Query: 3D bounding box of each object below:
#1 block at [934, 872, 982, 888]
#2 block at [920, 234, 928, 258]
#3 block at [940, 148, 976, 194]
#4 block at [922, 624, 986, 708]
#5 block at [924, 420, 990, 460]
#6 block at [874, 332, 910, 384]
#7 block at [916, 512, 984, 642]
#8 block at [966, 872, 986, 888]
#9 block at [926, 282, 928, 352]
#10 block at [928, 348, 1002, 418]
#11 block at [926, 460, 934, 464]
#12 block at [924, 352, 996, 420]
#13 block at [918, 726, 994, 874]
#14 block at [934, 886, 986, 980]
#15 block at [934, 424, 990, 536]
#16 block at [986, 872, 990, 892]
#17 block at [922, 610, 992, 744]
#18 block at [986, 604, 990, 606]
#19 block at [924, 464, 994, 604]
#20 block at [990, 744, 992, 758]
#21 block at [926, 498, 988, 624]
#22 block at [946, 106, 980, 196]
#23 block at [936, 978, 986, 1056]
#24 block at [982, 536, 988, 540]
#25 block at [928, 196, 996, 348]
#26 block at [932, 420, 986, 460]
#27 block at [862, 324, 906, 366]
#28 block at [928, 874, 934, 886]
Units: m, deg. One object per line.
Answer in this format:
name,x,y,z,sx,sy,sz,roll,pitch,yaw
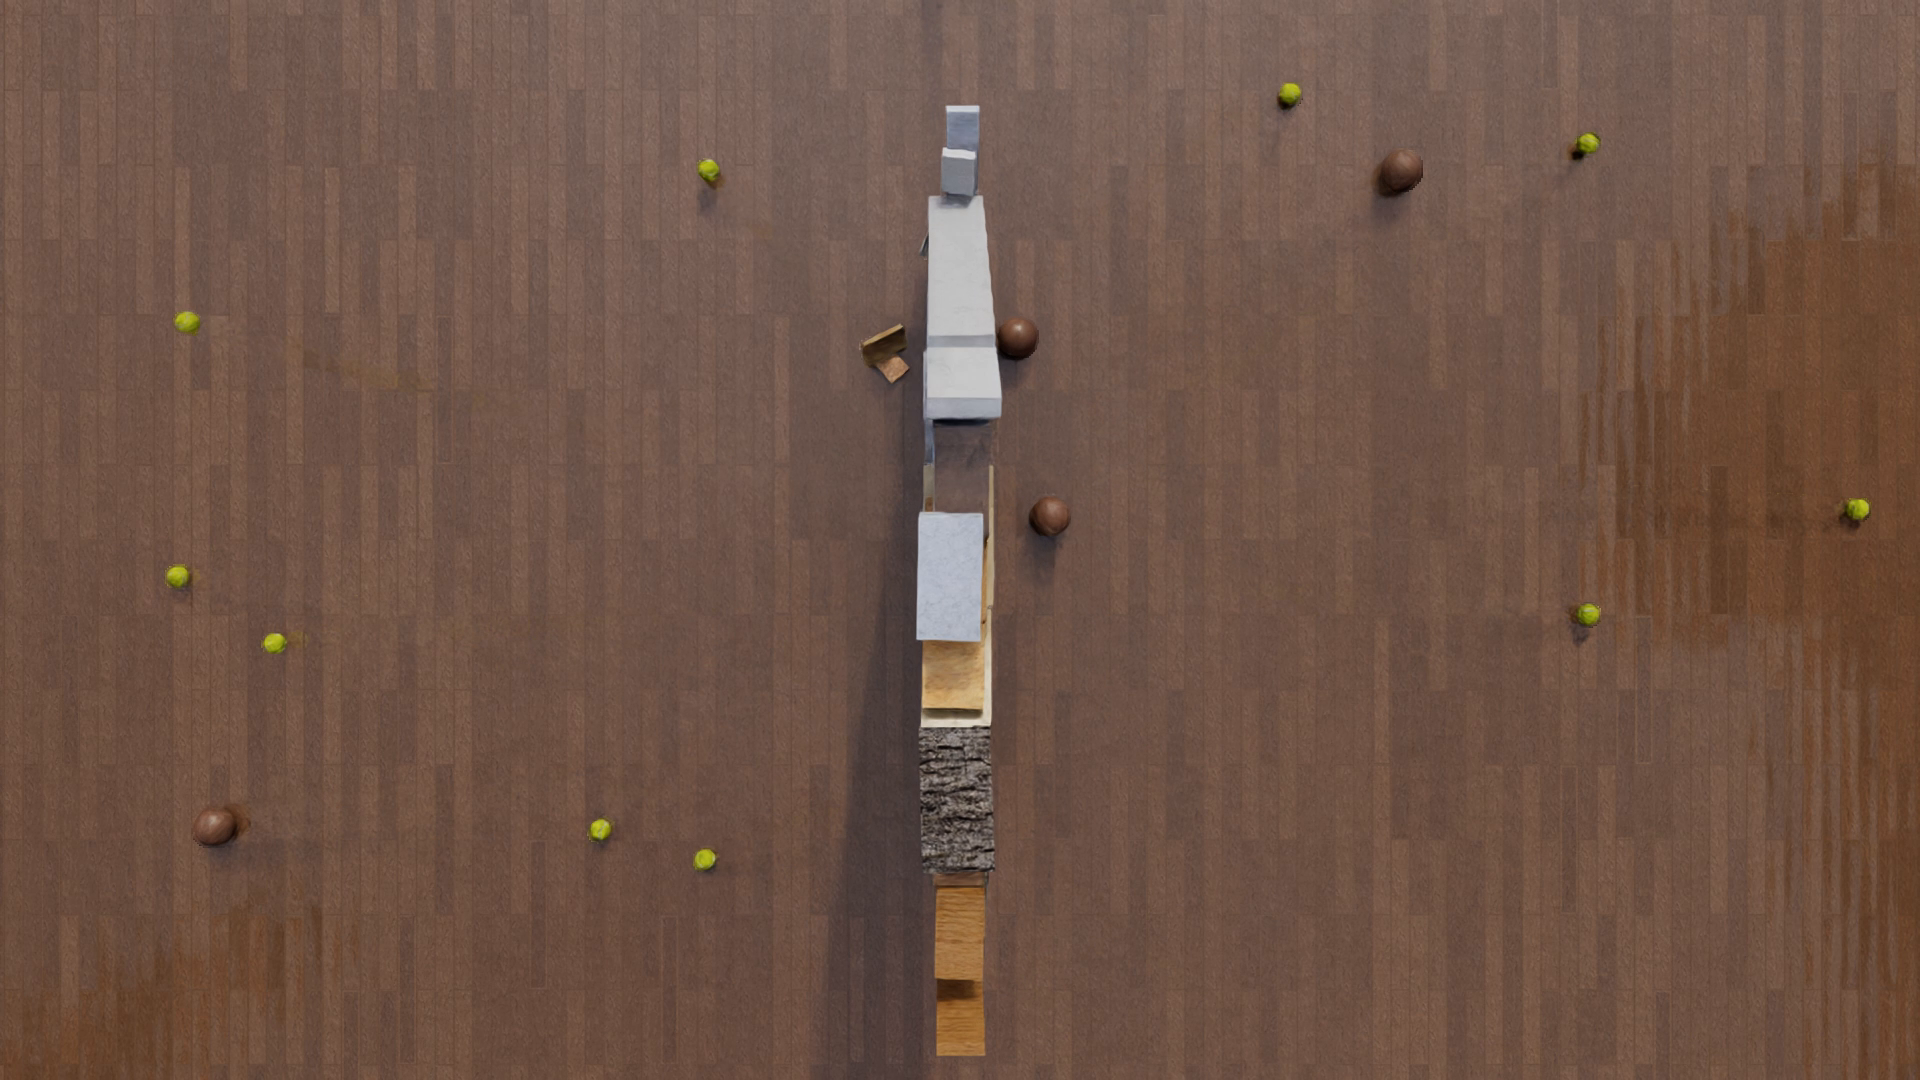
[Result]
block,-0.001,0.728,4.050,0.118,0.034,0.237,2,75,1
block,-0.022,-0.952,5.428,0.203,0.101,0.029,16,47,-13
block,-0.006,-1.146,5.136,0.101,0.203,0.029,6,70,1
block,-0.015,0.261,4.069,0.152,0.043,0.304,1,92,0
block,-0.009,-0.342,4.218,0.163,0.046,0.327,-1,52,-1
block,-0.247,-0.604,5.489,0.078,0.022,0.156,-41,90,0
block,-0.024,0.088,3.931,0.152,0.043,0.304,1,103,0
block,0.003,0.899,4.081,0.118,0.034,0.237,2,95,1
block,-0.013,-0.554,4.660,0.163,0.046,0.381,0,67,1
block,0.008,-0.383,3.983,0.172,0.344,0.049,0,116,-1
block,-0.005,-0.188,4.334,0.163,0.327,0.046,2,70,1
block,-0.005,-0.385,4.099,0.172,0.344,0.049,0,116,-1
block,-0.009,0.630,4.009,0.174,0.049,0.347,-2,83,0
block,0.000,0.961,4.029,0.118,0.034,0.237,2,107,4
block,0.005,-0.143,3.952,0.132,0.037,0.264,1,89,-1
block,0.017,0.912,4.461,0.115,0.033,0.230,11,77,-16
block,-0.007,0.342,4.161,0.174,0.049,0.347,1,63,0
block,-0.001,0.118,4.359,0.173,0.443,0.049,1,79,0
block,-0.003,-0.013,4.113,0.173,0.049,0.347,0,90,0
block,-0.009,0.430,4.229,0.174,0.457,0.049,0,131,0
block,-0.010,0.050,4.033,0.152,0.043,0.304,1,77,0
block,0.006,-1.134,5.269,0.101,0.577,0.029,-1,50,-1
block,-0.002,1.071,4.691,0.115,1.634,0.033,-1,99,0
block,0.002,-0.128,4.037,0.132,0.037,0.264,0,67,-1
block,-0.004,-0.792,4.757,0.172,1.222,0.049,-1,118,0
block,0.000,-0.293,4.085,0.132,0.264,0.037,0,131,0
block,-0.249,-0.643,5.431,0.156,0.022,0.078,-29,135,-23
block,-0.009,0.718,4.116,0.139,0.039,0.278,0,89,0
